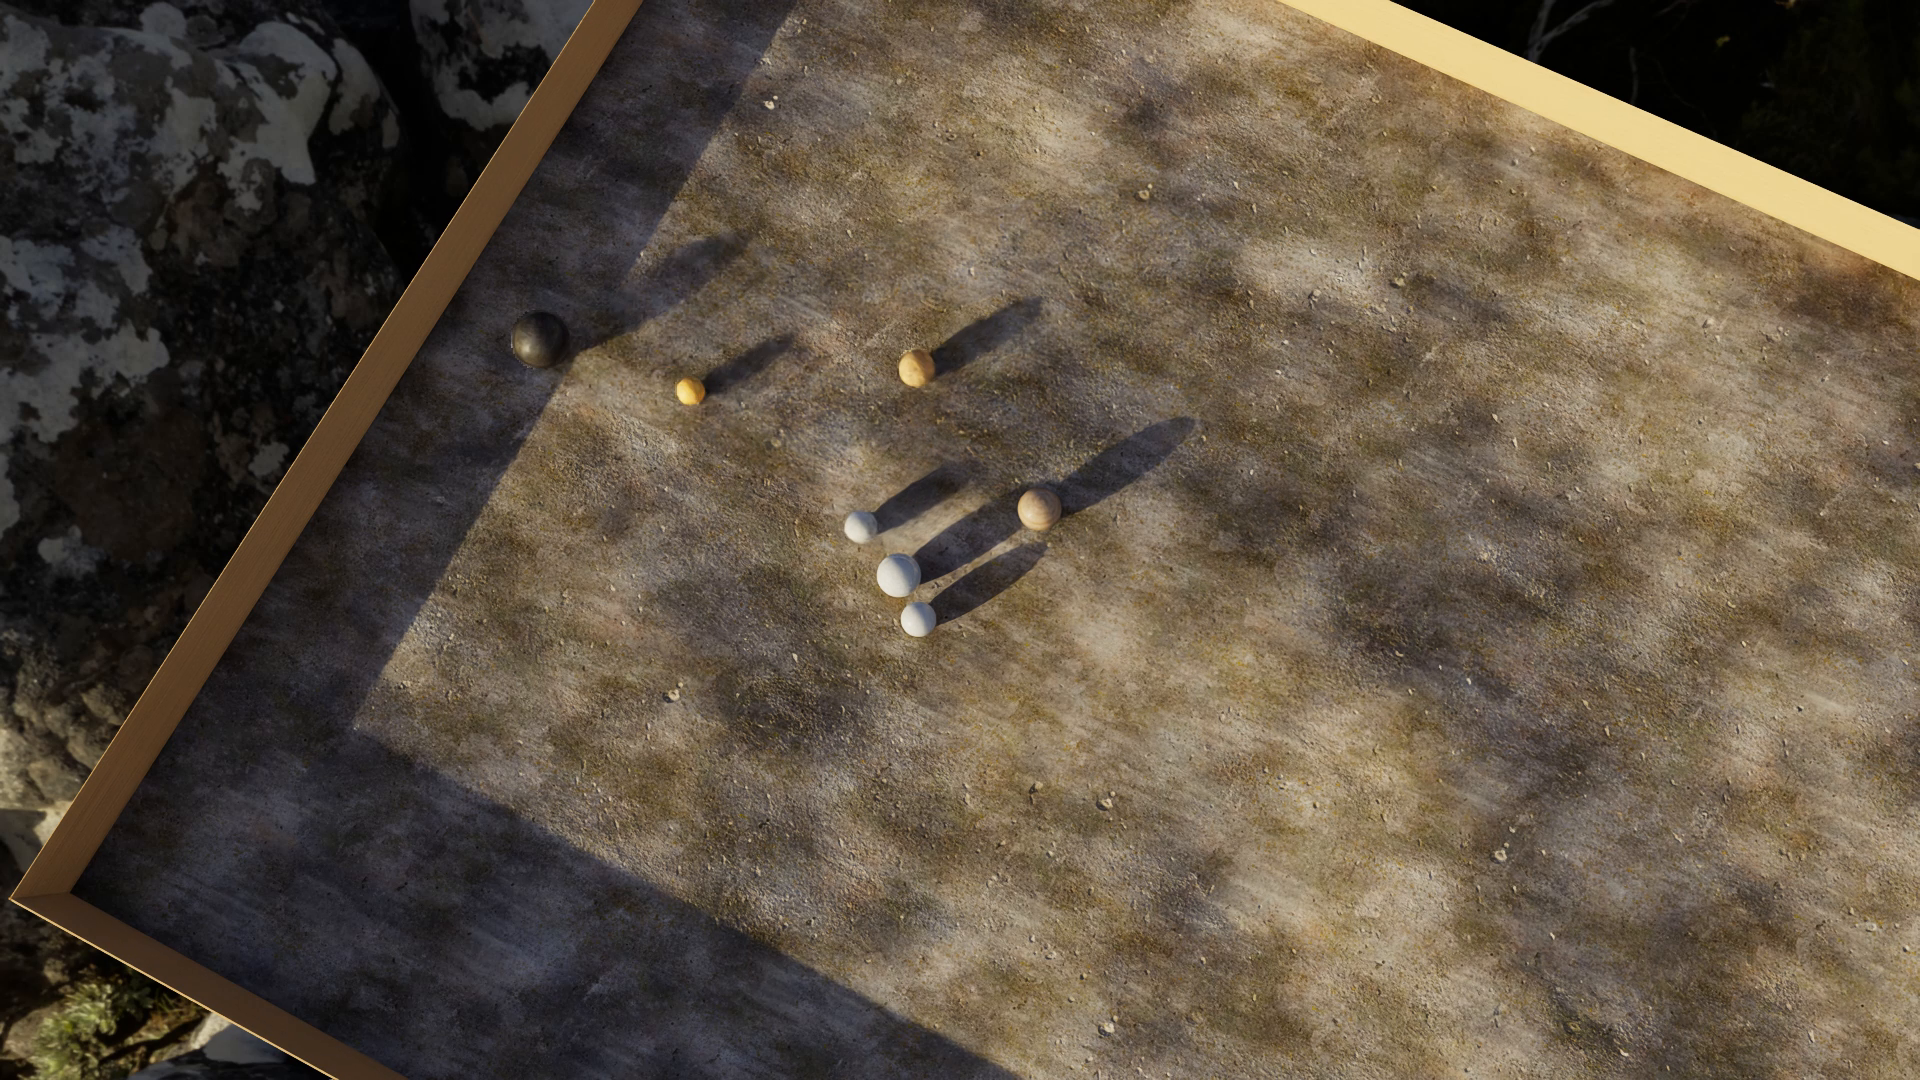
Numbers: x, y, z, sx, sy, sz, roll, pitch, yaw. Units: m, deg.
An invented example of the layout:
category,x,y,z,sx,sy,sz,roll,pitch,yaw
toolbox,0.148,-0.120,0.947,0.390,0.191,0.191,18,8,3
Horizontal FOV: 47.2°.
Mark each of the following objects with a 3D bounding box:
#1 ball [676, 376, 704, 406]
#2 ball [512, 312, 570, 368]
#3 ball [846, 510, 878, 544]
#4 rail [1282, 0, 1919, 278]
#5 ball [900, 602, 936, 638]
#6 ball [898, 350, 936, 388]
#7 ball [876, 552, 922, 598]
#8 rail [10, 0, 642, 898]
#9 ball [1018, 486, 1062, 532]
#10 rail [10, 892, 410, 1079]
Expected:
category,x,y,z,sx,sy,sz,roll,pitch,yaw
ball,-0.429,-0.237,3.505,0.045,0.045,0.045,0,71,0
ball,-0.668,-0.319,3.509,0.090,0.090,0.090,0,71,0
ball,-0.153,-0.020,3.429,0.051,0.051,0.051,0,71,0
rail,1.353,-0.533,3.566,3.808,0.117,0.045,26,73,8
ball,-0.064,0.122,3.379,0.055,0.055,0.055,0,71,0
ball,-0.068,-0.273,3.510,0.059,0.059,0.059,0,71,0
ball,-0.094,0.054,3.395,0.069,0.069,0.069,0,71,0
rail,-0.826,-0.411,3.525,0.045,0.117,2.266,26,73,8
ball,0.124,-0.048,3.429,0.069,0.069,0.069,0,71,0
rail,0.340,1.338,2.936,3.808,0.117,0.045,26,73,8
